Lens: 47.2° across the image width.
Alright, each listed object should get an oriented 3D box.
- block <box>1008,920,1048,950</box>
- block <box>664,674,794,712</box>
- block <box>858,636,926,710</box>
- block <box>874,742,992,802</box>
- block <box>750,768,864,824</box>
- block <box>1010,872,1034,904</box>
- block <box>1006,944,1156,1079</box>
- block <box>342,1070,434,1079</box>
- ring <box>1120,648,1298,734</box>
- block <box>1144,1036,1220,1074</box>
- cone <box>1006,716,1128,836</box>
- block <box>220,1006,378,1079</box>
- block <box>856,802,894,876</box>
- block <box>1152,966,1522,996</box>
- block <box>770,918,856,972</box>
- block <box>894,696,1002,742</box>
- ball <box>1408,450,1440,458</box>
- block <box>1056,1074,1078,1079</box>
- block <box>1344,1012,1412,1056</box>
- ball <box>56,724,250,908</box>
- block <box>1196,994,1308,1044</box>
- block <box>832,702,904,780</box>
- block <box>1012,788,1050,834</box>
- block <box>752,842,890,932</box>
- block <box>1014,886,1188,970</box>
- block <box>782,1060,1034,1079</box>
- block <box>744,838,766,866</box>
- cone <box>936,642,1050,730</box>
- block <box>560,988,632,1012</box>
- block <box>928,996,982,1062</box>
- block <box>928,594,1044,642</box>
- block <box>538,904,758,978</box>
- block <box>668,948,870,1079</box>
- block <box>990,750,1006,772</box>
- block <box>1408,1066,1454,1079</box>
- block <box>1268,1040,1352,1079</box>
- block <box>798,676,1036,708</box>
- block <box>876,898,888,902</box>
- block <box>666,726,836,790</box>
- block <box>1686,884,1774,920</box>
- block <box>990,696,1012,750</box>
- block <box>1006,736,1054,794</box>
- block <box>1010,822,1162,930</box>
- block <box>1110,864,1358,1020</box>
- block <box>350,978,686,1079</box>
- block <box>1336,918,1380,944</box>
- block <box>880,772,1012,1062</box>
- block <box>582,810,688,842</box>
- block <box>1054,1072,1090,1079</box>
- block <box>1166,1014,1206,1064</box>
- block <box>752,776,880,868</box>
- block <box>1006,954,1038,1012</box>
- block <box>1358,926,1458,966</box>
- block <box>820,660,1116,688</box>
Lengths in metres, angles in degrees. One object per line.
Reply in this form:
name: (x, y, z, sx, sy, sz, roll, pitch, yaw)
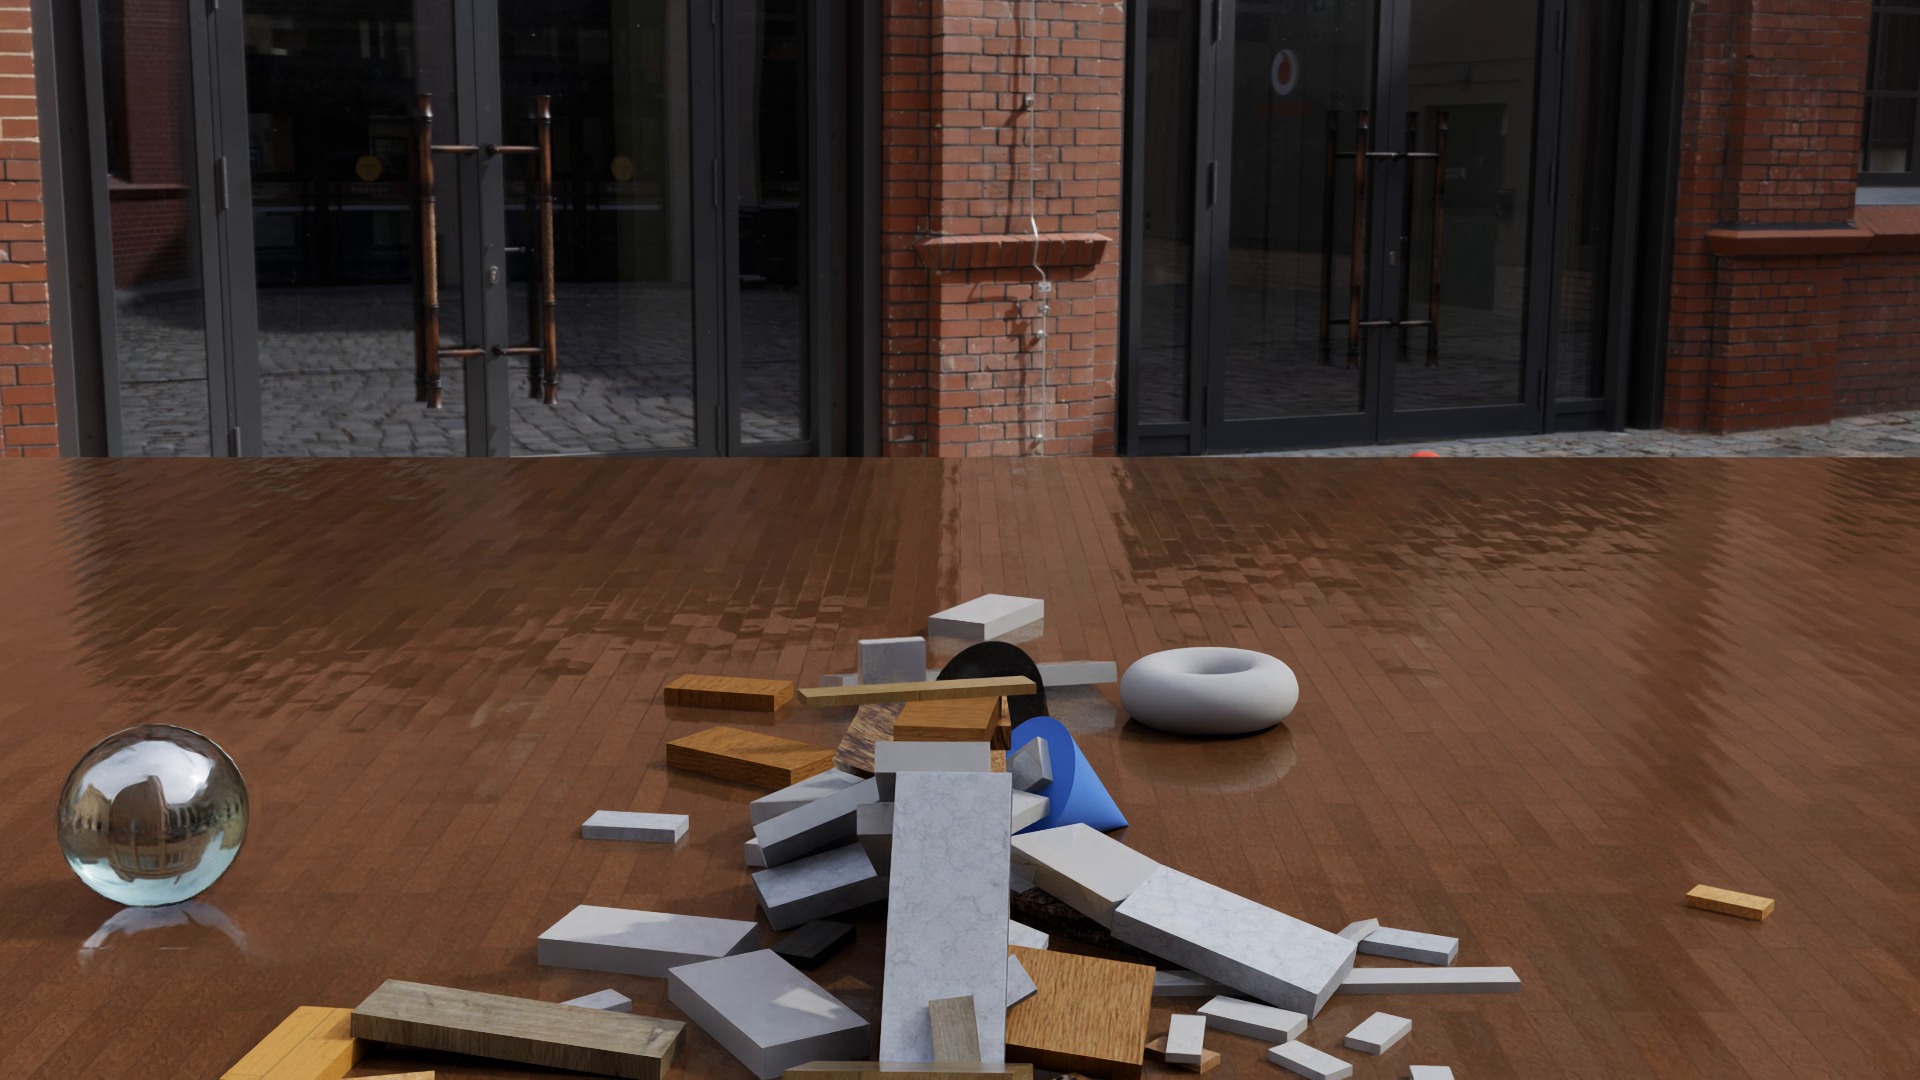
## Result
block: (0.043, 0.622, 3.135, 0.095, 0.027, 0.191, 19, 44, 19)
block: (-0.515, 0.341, 4.912, 0.258, 0.037, 0.129, 3, 11, 15)
block: (-0.135, 0.326, 4.380, 0.129, 0.258, 0.037, -3, 10, -15)
block: (-0.034, 0.372, 3.230, 0.162, 0.046, 0.323, 0, -25, 2)
block: (-0.223, 0.463, 4.111, 0.137, 0.039, 0.437, -5, 4, 25)
block: (0.101, 0.562, 3.663, 0.084, 0.024, 0.167, 28, 17, 10)
block: (0.093, 0.636, 2.995, 0.327, 0.046, 0.163, 8, 42, 7)
block: (-0.755, 0.725, 2.894, 0.124, 0.018, 0.062, -2, 11, -13)
ring: (0.538, 0.324, 4.753, 0.385, 0.128, 0.385, -1, 10, 0)
block: (0.303, 0.705, 3.013, 0.095, 0.014, 0.048, 9, 14, 39)
cone: (0.214, 0.478, 3.961, 0.254, 0.254, 0.254, 25, -5, -33)
block: (-0.888, 0.700, 2.983, 0.123, 0.035, 0.247, 1, 11, 8)
block: (-0.055, 0.443, 3.242, 0.162, 0.046, 0.323, -1, -19, 3)
block: (0.532, 0.656, 3.267, 0.591, 0.017, 0.059, 0, 11, -2)
block: (-0.229, 0.627, 3.410, 0.076, 0.022, 0.152, 5, 11, 23)
block: (-0.015, 0.266, 3.273, 0.133, 0.038, 0.266, 2, 9, 6)
ball: (1.916, -0.273, 9.067, 0.190, 0.190, 0.190, 0, 11, 0)
block: (0.218, 0.732, 2.807, 0.227, 0.017, 0.058, 10, 16, 27)
block: (0.587, 0.691, 3.083, 0.053, 0.015, 0.106, 7, 13, 34)
ball: (-1.318, 0.451, 3.598, 0.299, 0.299, 0.299, 0, 11, 0)
block: (0.415, 0.681, 3.124, 0.140, 0.020, 0.070, 7, 12, 32)
block: (-0.070, 0.374, 3.840, 0.274, 0.039, 0.137, 15, 61, 24)
block: (0.042, 0.461, 3.838, 0.211, 0.030, 0.105, 9, 20, 41)
block: (-0.177, 0.548, 3.590, 0.301, 0.043, 0.151, -15, 16, -13)
block: (0.283, 0.603, 3.475, 0.374, 0.046, 0.162, 8, 13, 37)
block: (-0.063, 0.679, 2.748, 0.288, 0.041, 0.144, -2, -9, 11)
block: (-0.219, 0.535, 3.803, 0.274, 0.039, 0.137, 1, 8, 25)
cone: (0.122, 0.377, 4.473, 0.278, 0.278, 0.278, 8, -13, 36)
block: (-0.537, 0.676, 3.164, 0.115, 0.016, 0.058, -9, 14, -40)
block: (-0.005, 0.653, 2.851, 0.059, 0.118, 0.017, -7, -32, -1)
block: (0.069, 0.198, 5.655, 0.162, 0.046, 0.324, 6, 12, 29)
block: (-0.478, 0.621, 3.386, 0.301, 0.043, 0.151, 3, 11, 15)
block: (-0.275, 0.668, 3.121, 0.163, 0.046, 0.327, -6, 12, -29)
block: (-0.003, 0.366, 3.513, 0.152, 0.043, 0.304, -1, 41, 0)
block: (0.628, 0.724, 2.906, 0.053, 0.015, 0.106, 1, 11, 3)
block: (0.475, 0.709, 2.986, 0.053, 0.015, 0.106, -8, 13, -37)
block: (-0.064, 0.229, 3.331, 0.362, 0.016, 0.058, -2, 9, -18)
block: (-0.130, 0.581, 3.664, 0.139, 0.020, 0.070, -1, 11, -6)
block: (-0.410, 0.435, 4.381, 0.324, 0.046, 0.162, 7, 13, 35)
block: (1.261, 0.593, 3.602, 0.124, 0.018, 0.062, 8, 13, 37)
block: (0.009, 0.278, 3.446, 0.133, 0.038, 0.266, 1, 9, -1)
block: (0.094, 0.430, 3.904, 0.024, 0.086, 0.173, 25, -49, -33)
block: (0.219, 0.538, 3.544, 0.162, 0.046, 0.325, -6, 14, -30)
block: (0.407, 0.594, 3.268, 0.325, 0.046, 0.162, 19, 26, 25)
block: (-0.606, 0.673, 3.027, 0.438, 0.035, 0.123, 6, 11, 8)
block: (0.607, 0.615, 3.419, 0.048, 0.014, 0.095, -22, 0, 43)
block: (-0.016, 0.528, 2.967, 0.162, 0.453, 0.046, 0, -32, 4)
block: (-0.587, 0.519, 3.984, 0.173, 0.024, 0.086, 2, 11, 10)
block: (0.126, 0.728, 2.878, 0.117, 0.017, 0.058, -8, 13, -38)
block: (0.312, 0.688, 3.033, 0.048, 0.014, 0.133, 2, 11, 9)
block: (-0.134, 0.445, 3.664, 0.417, 0.043, 0.151, -22, -30, -9)
block: (0.039, 0.611, 2.948, 0.117, 0.017, 0.059, -29, 61, -14)
block: (0.695, 0.628, 3.410, 0.140, 0.020, 0.070, 5, 12, 25)
block: (0.021, 0.310, 4.904, 0.647, 0.046, 0.162, -2, -1, -21)
